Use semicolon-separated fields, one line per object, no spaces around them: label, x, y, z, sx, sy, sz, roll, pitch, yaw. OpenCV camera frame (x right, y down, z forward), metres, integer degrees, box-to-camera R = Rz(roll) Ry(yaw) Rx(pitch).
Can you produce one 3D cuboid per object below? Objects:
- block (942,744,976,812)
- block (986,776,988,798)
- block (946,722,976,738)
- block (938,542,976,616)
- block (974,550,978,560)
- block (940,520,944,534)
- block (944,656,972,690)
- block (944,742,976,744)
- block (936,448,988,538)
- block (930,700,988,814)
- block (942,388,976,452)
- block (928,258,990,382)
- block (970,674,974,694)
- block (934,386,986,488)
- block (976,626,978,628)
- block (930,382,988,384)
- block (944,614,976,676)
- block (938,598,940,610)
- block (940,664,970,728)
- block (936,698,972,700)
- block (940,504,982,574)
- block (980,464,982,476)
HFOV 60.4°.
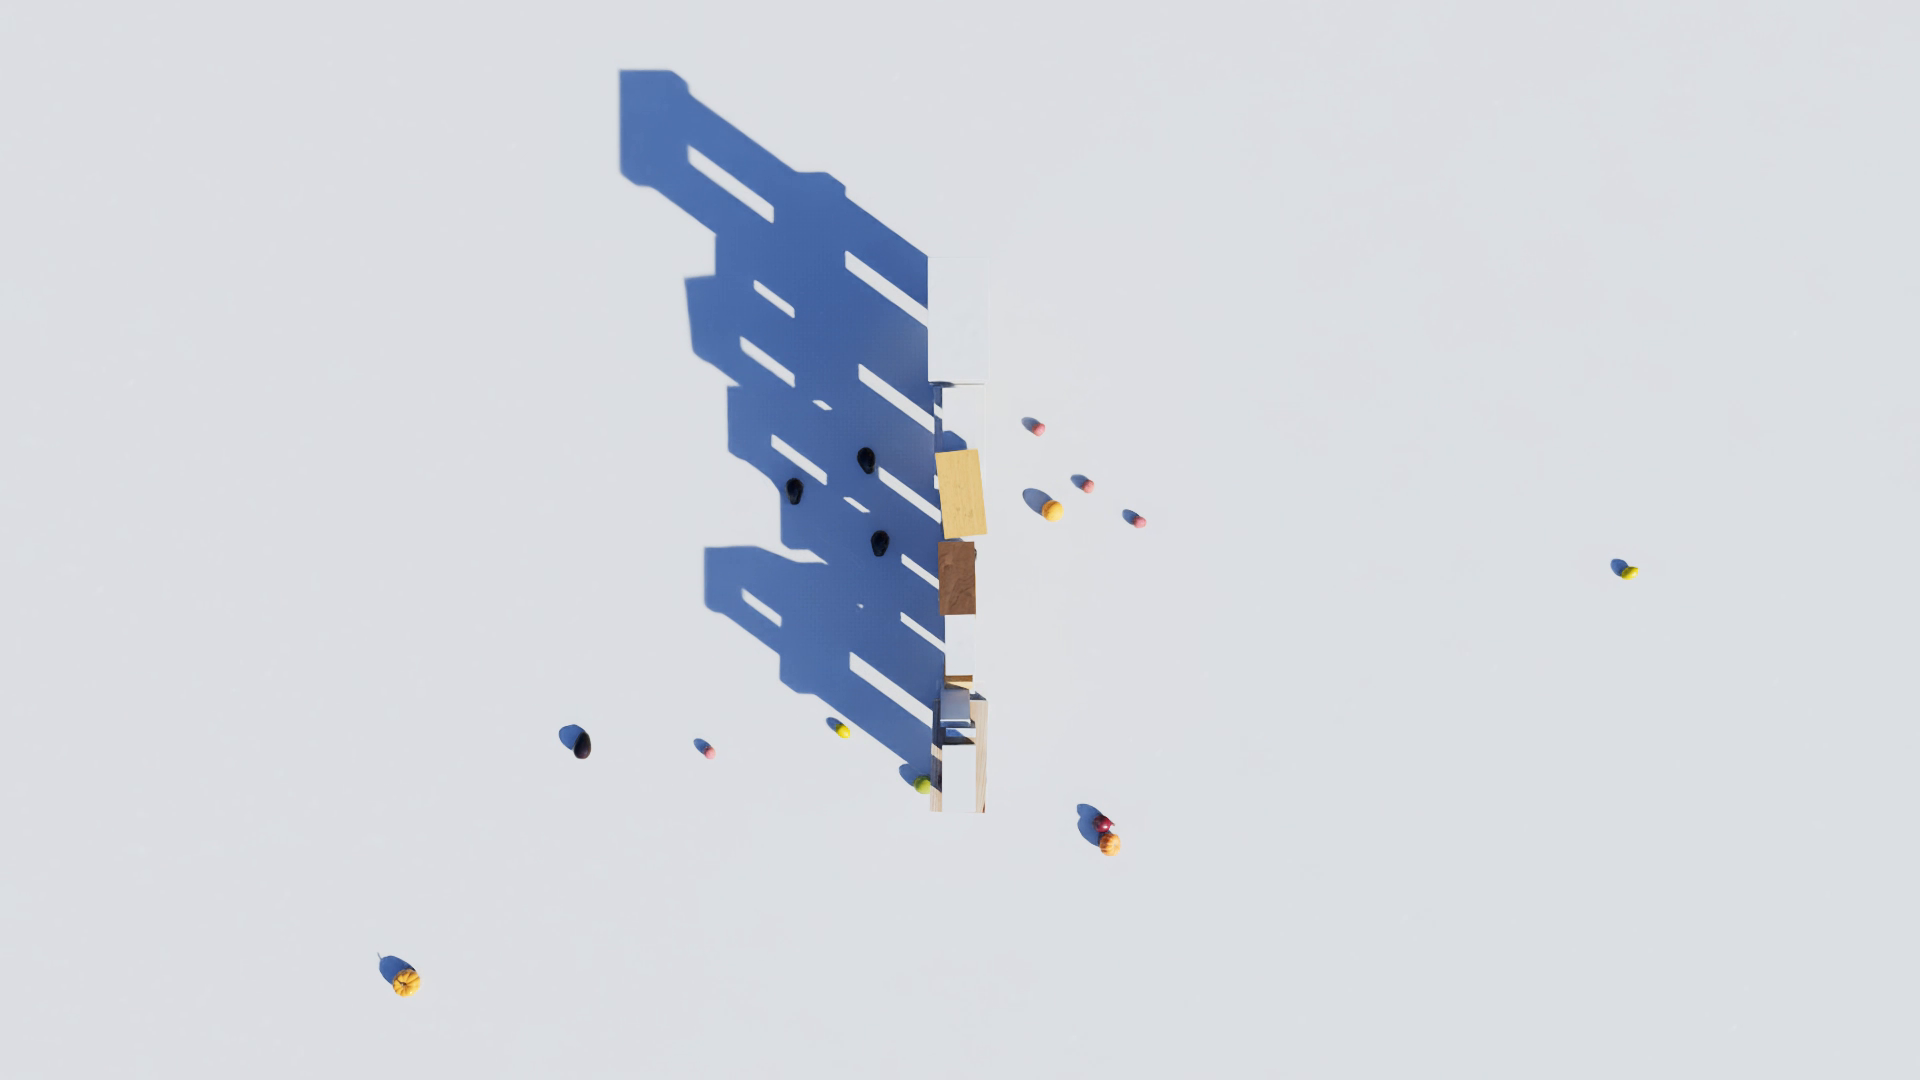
block;-0.003;0.707;4.896;0.099;0.028;0.197;0;90;0
block;0.001;0.784;5.328;0.172;0.344;0.049;0;90;0
block;0.003;0.575;5.019;0.089;0.177;0.025;1;90;0
block;-0.009;0.115;4.967;0.110;0.031;0.221;-1;90;0
block;-0.003;0.046;5.093;0.110;0.221;0.031;0;90;0
block;0.005;-0.038;5.043;0.126;0.321;0.036;1;90;0
block;-0.005;0.416;5.199;0.089;0.177;0.025;-1;114;0
block;-0.003;0.642;5.009;0.099;0.197;0.028;1;90;0
block;0.004;-0.136;4.864;0.126;0.036;0.253;-6;90;0
block;-0.003;0.672;5.132;0.172;0.049;0.344;2;90;0
block;-0.002;-0.353;4.923;0.099;0.028;0.198;0;90;0
block;-0.004;-0.631;4.719;0.174;0.049;0.348;0;90;0
block;0.000;0.398;5.299;0.094;0.027;0.188;0;90;0
block;-0.001;-0.321;5.158;0.160;0.045;0.320;0;90;0
block;0.006;0.263;5.191;0.093;0.185;0.026;-4;89;0
block;-0.005;-0.663;5.117;0.179;0.051;0.357;0;90;0
block;0.001;0.323;5.086;0.093;0.026;0.185;-1;90;0
block;-0.010;0.195;5.133;0.110;0.302;0.031;-3;90;0
block;-0.014;0.480;5.118;0.089;0.355;0.025;0;114;0
block;0.003;0.554;5.328;0.172;0.344;0.049;1;90;0
block;0.004;-0.025;5.221;0.130;0.037;0.260;0;90;0
block;0.003;-0.207;5.009;0.126;0.253;0.036;0;90;0
